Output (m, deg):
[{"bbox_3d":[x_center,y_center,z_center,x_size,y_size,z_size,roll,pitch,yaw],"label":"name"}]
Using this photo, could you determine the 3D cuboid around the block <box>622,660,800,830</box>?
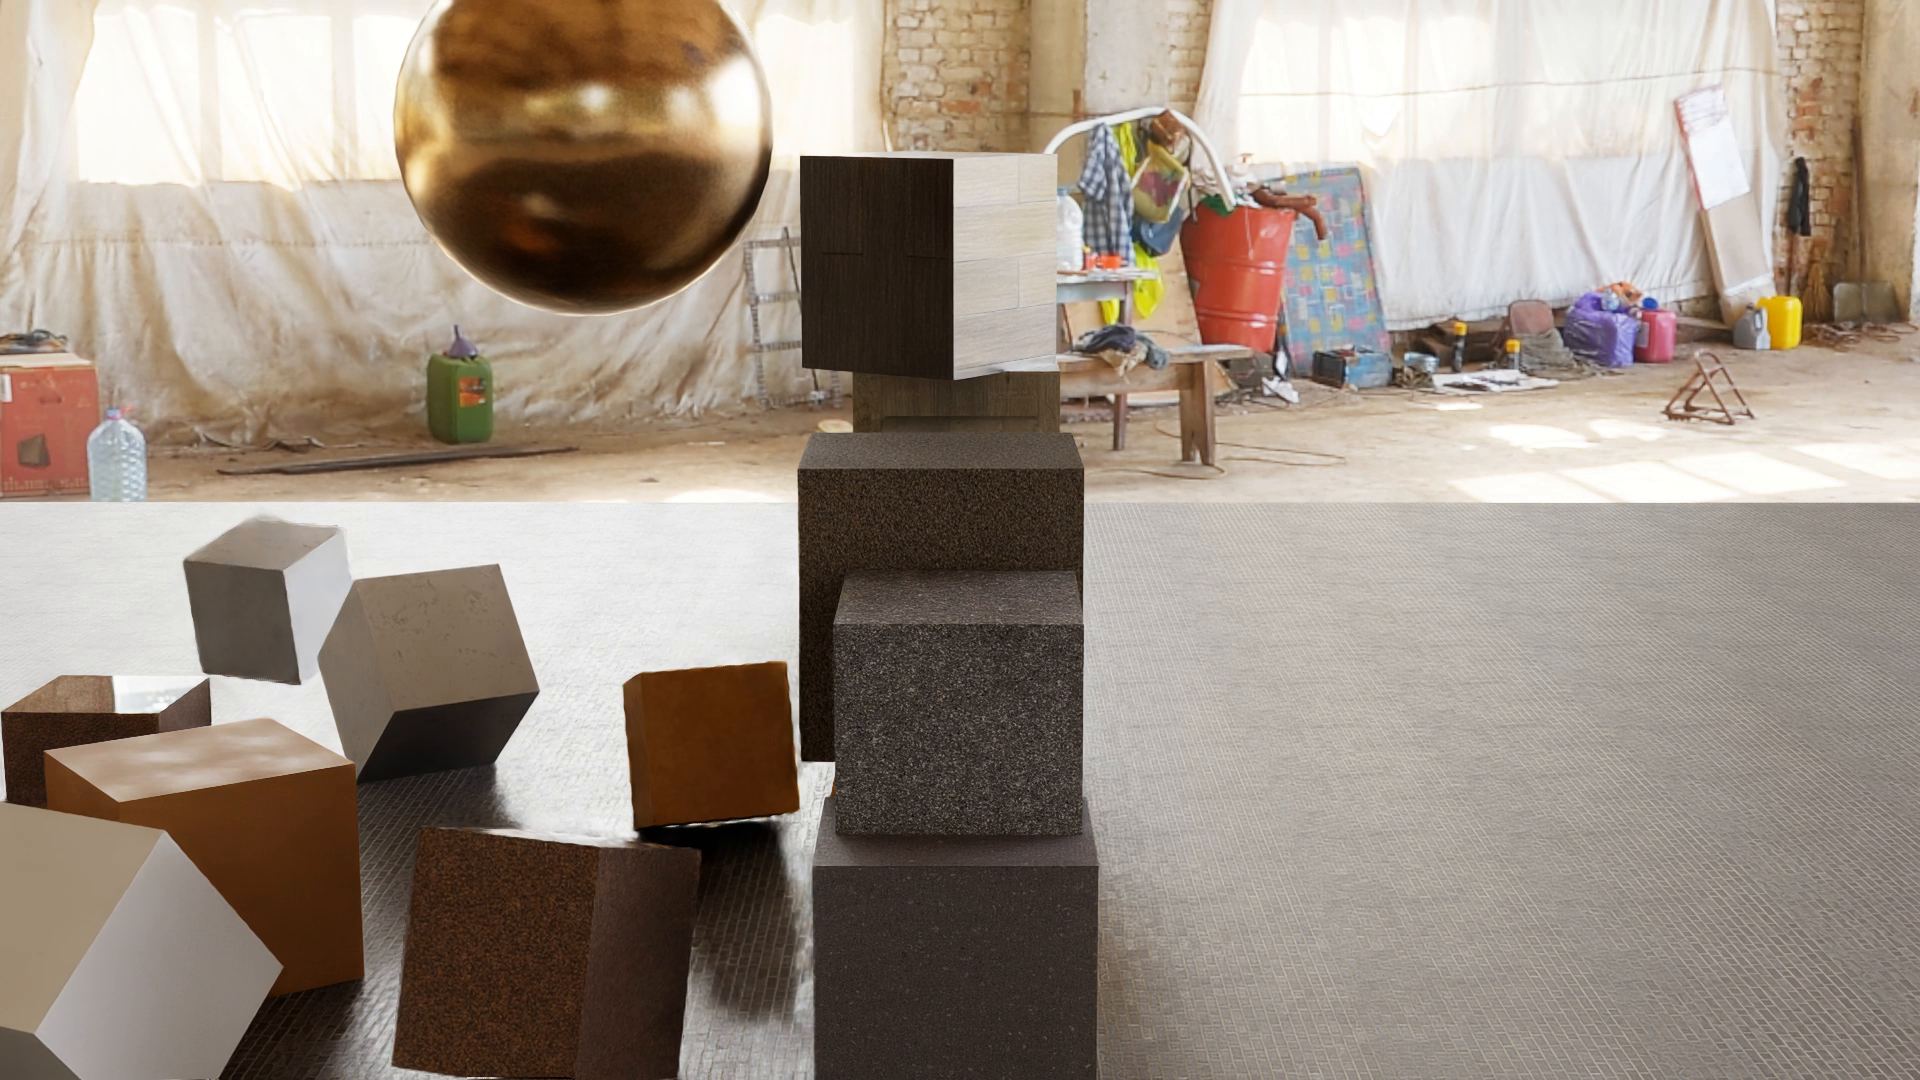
[{"bbox_3d":[-1.162,0.956,11.888,0.671,0.687,0.657,-4,-7,-15],"label":"block"}]

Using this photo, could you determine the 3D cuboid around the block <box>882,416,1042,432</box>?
[{"bbox_3d":[0.007,-0.098,12.068,0.738,0.882,0.727,0,10,0],"label":"block"}]

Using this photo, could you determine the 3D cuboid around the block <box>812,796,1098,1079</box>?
[{"bbox_3d":[-0.016,1.450,9.205,0.973,0.853,0.847,0,10,0],"label":"block"}]

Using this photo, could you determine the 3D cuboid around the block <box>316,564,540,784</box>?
[{"bbox_3d":[-2.677,0.672,12.869,0.753,0.733,0.799,-7,-27,-33],"label":"block"}]

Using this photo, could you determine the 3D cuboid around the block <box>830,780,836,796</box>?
[{"bbox_3d":[-0.012,1.283,10.105,0.931,0.861,0.968,0,10,0],"label":"block"}]

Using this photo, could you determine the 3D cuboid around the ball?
[{"bbox_3d":[-1.586,-1.748,10.863,1.600,1.600,1.600,0,10,0],"label":"ball"}]

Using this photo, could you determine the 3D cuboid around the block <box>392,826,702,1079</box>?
[{"bbox_3d":[-1.415,1.436,8.887,0.693,0.806,0.764,4,-6,21],"label":"block"}]

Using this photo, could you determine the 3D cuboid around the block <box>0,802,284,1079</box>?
[{"bbox_3d":[-2.939,1.450,8.487,0.830,0.811,0.762,5,51,26],"label":"block"}]

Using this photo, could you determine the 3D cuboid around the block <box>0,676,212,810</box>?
[{"bbox_3d":[-3.868,1.057,11.712,0.703,0.731,0.705,0,10,2],"label":"block"}]

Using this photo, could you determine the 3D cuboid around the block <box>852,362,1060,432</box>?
[{"bbox_3d":[-0.019,-0.346,12.895,0.997,1.122,0.987,0,10,0],"label":"block"}]

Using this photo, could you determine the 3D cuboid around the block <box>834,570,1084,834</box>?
[{"bbox_3d":[-0.001,0.579,9.439,0.872,0.764,0.904,0,11,0],"label":"block"}]

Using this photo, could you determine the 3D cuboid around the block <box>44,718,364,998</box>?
[{"bbox_3d":[-2.980,1.277,10.112,0.919,0.870,0.902,-7,13,-36],"label":"block"}]

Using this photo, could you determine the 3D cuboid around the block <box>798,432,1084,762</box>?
[{"bbox_3d":[-0.075,0.206,10.393,1.095,1.154,1.026,0,10,0],"label":"block"}]

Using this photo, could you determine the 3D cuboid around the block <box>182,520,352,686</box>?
[{"bbox_3d":[-3.700,0.329,13.817,0.617,0.664,0.590,5,24,18],"label":"block"}]

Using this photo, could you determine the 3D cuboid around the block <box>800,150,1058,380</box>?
[{"bbox_3d":[-0.146,-1.356,12.457,0.898,1.021,0.881,7,12,34],"label":"block"}]
